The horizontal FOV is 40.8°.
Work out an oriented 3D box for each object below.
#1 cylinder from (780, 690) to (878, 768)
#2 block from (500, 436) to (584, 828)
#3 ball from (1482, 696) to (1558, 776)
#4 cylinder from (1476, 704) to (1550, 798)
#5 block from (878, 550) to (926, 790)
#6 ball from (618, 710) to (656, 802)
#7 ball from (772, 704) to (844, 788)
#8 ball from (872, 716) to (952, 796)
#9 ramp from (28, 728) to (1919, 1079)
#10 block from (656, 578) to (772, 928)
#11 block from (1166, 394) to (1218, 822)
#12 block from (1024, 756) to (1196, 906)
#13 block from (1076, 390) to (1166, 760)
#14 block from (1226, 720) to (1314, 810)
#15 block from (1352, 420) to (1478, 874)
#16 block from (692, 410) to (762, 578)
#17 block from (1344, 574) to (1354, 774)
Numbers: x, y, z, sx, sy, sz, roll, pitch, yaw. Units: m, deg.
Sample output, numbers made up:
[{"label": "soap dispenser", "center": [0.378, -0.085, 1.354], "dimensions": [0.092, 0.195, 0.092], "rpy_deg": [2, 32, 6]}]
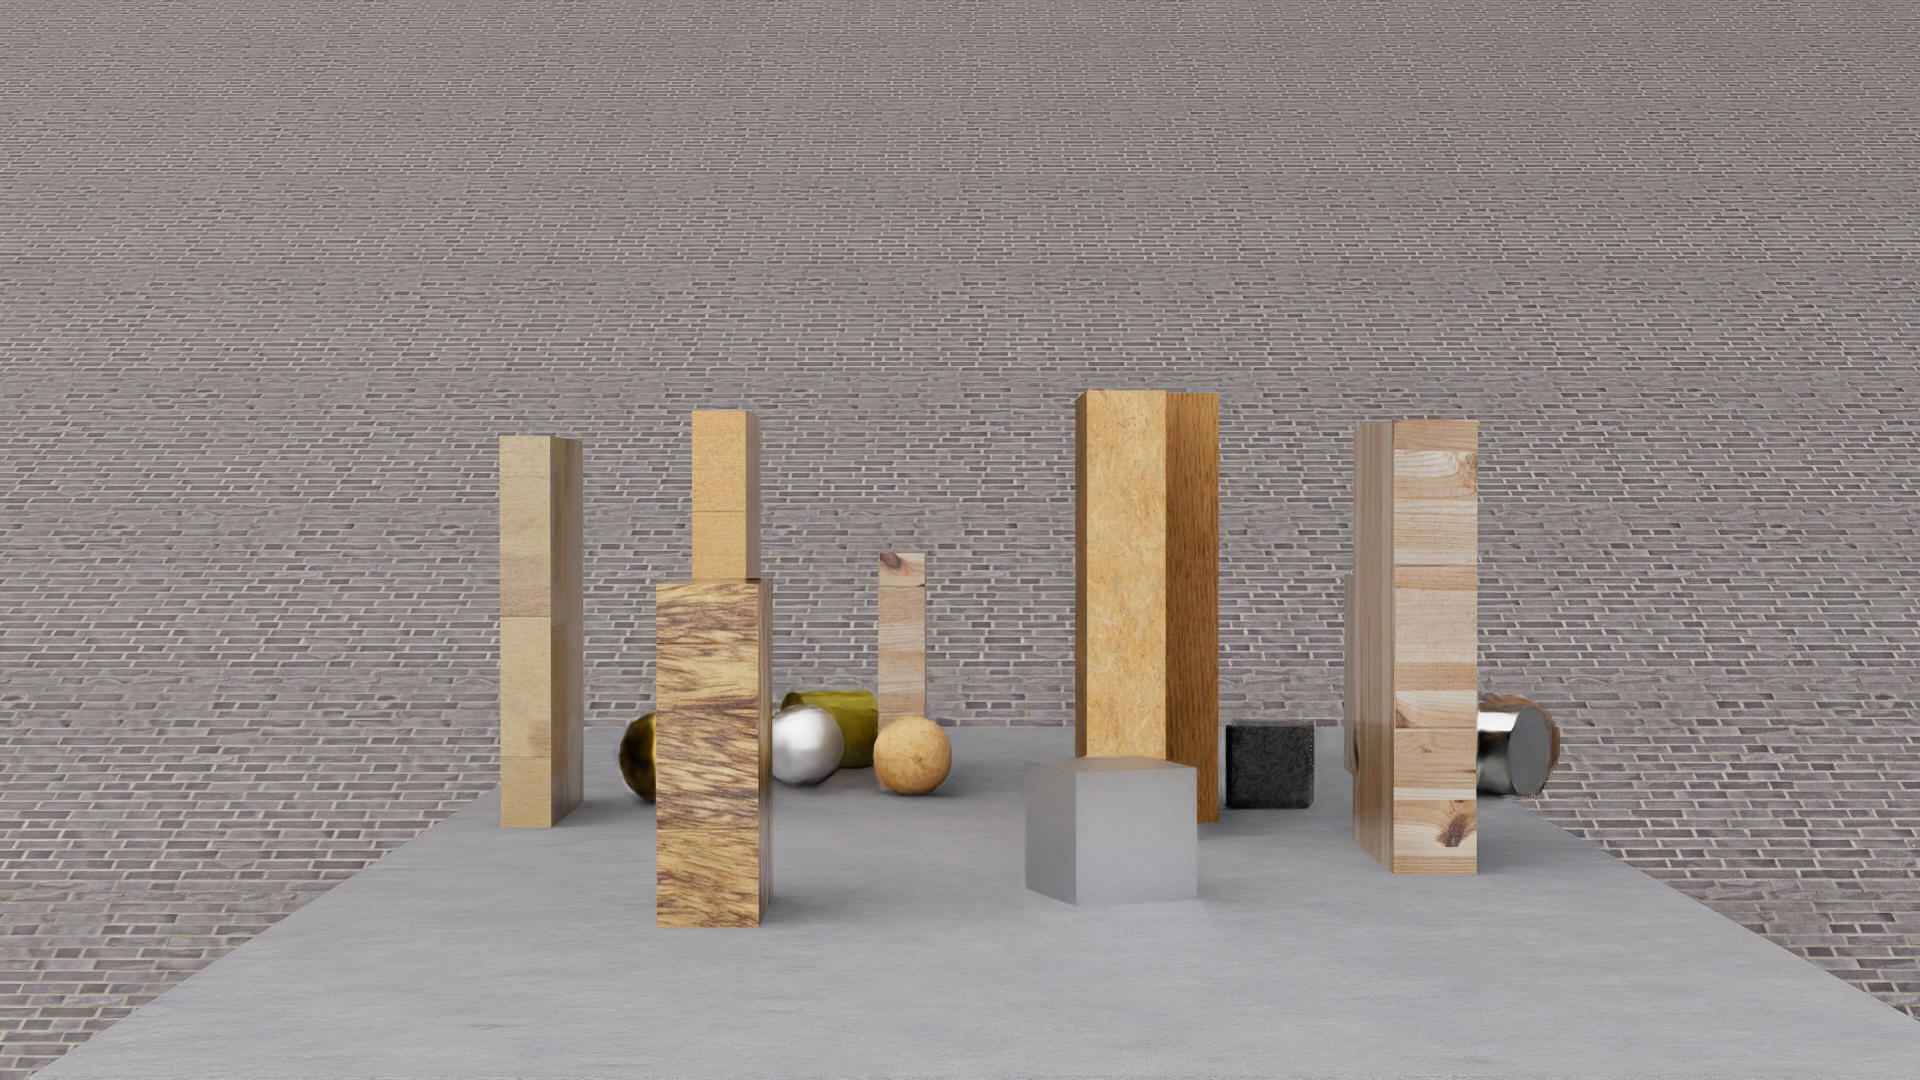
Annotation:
[{"label": "cylinder", "center": [-0.281, 0.409, 5.564], "dimensions": [0.169, 0.169, 0.169], "rpy_deg": [0, 25, -27]}, {"label": "block", "center": [-0.769, 0.160, 4.767], "dimensions": [0.089, 0.693, 0.399], "rpy_deg": [0, 1, 0]}, {"label": "ball", "center": [1.120, 0.418, 5.276], "dimensions": [0.199, 0.199, 0.199], "rpy_deg": [0, 27, 0]}, {"label": "cylinder", "center": [1.043, 0.412, 5.096], "dimensions": [0.177, 0.177, 0.177], "rpy_deg": [2, 23, 40]}, {"label": "block", "center": [-0.117, 0.261, 5.321], "dimensions": [0.092, 0.474, 0.343], "rpy_deg": [0, 1, 0]}, {"label": "ball", "center": [-0.563, 0.414, 4.943], "dimensions": [0.179, 0.179, 0.179], "rpy_deg": [0, 27, 0]}, {"label": "ball", "center": [-0.318, 0.416, 5.225], "dimensions": [0.167, 0.167, 0.167], "rpy_deg": [0, 27, 0]}, {"label": "ball", "center": [-0.093, 0.423, 5.073], "dimensions": [0.157, 0.157, 0.157], "rpy_deg": [0, 27, 0]}, {"label": "ramp", "center": [0.062, 0.559, 4.597], "dimensions": [2.000, 0.100, 4.000], "rpy_deg": [0, 1, 0]}, {"label": "block", "center": [-0.342, 0.290, 3.635], "dimensions": [0.138, 0.466, 0.272], "rpy_deg": [0, 1, 0]}, {"label": "block", "center": [0.415, 0.119, 4.825], "dimensions": [0.099, 0.771, 0.368], "rpy_deg": [0, 1, 0]}, {"label": "block", "center": [0.220, 0.425, 3.809], "dimensions": [0.191, 0.191, 0.191], "rpy_deg": [0, 1, -21]}, {"label": "block", "center": [0.283, 0.125, 4.610], "dimensions": [0.134, 0.766, 0.438], "rpy_deg": [0, 1, 0]}, {"label": "block", "center": [0.592, 0.427, 4.926], "dimensions": [0.153, 0.153, 0.153], "rpy_deg": [0, 1, 13]}, {"label": "block", "center": [0.735, 0.163, 4.198], "dimensions": [0.129, 0.704, 0.410], "rpy_deg": [0, 1, 0]}, {"label": "block", "center": [-0.490, 0.115, 5.450], "dimensions": [0.109, 0.762, 0.404], "rpy_deg": [0, 1, 0]}, {"label": "block", "center": [0.887, 0.285, 5.396], "dimensions": [0.116, 0.421, 0.344], "rpy_deg": [0, 1, 0]}]
